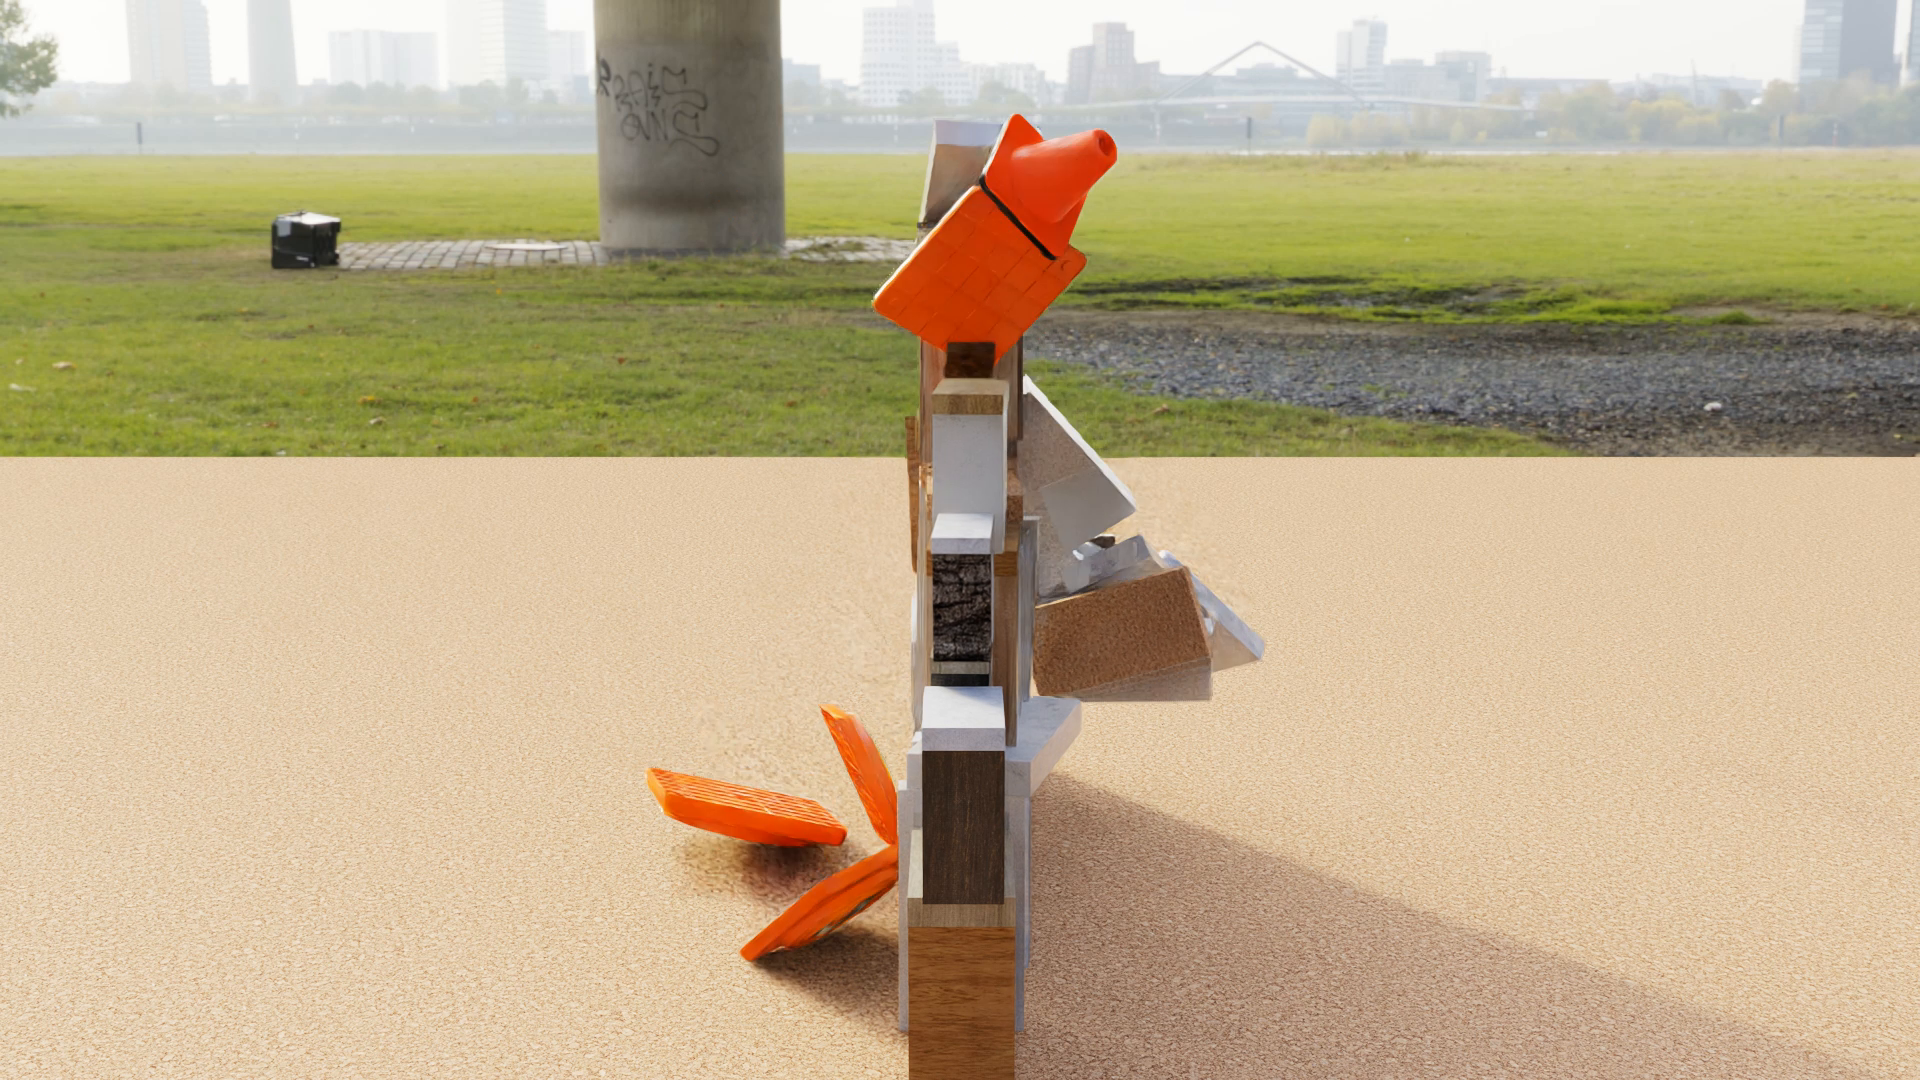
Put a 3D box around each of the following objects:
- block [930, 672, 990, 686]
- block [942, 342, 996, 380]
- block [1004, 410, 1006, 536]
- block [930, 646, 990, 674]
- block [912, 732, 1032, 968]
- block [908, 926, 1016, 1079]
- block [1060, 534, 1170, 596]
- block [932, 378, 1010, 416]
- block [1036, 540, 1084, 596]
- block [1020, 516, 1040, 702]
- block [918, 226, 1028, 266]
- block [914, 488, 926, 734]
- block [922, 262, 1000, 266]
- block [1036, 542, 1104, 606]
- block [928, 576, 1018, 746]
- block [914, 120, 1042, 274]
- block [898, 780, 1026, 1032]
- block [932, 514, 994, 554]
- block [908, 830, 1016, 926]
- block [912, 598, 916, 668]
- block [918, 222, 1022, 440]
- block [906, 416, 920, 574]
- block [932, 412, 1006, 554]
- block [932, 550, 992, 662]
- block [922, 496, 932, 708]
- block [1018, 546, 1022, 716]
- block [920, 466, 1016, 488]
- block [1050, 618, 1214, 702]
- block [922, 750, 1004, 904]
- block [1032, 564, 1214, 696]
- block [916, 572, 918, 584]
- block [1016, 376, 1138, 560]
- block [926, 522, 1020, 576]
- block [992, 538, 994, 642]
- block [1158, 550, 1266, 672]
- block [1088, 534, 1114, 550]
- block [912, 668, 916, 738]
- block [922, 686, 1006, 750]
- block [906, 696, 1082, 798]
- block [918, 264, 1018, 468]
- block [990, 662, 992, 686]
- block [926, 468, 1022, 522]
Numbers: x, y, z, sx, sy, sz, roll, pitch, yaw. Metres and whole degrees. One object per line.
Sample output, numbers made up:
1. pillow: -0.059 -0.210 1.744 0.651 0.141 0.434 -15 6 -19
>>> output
1. block: 0.000 0.291 2.910 0.076 0.247 0.022 0 11 0
2. block: 0.013 -0.265 3.333 0.072 0.020 0.144 0 -16 -3
3. block: 0.017 -0.102 3.110 0.096 0.192 0.027 1 11 4
4. block: 0.003 0.149 2.937 0.076 0.022 0.153 1 11 3
5. block: 0.018 0.471 3.341 0.176 0.353 0.050 1 11 5
6. block: 0.002 0.609 2.823 0.135 0.271 0.038 0 11 0
7. block: 0.292 0.068 4.021 0.158 0.045 0.316 -26 -15 8
8. block: 0.016 -0.198 3.023 0.096 0.027 0.192 1 10 4
9. block: 0.122 0.003 4.136 0.103 0.207 0.029 -42 17 21
10. block: 0.044 0.100 3.324 0.139 0.278 0.039 4 11 6
11. block: 0.018 -0.474 3.531 0.153 0.043 0.305 -2 11 -4
12. block: 0.004 0.140 3.610 0.151 0.470 0.043 1 10 -2
13. block: 0.010 -0.297 3.598 0.153 0.305 0.043 1 22 -2
14. block: 0.271 0.106 4.249 0.319 0.160 0.045 27 11 -5
15. block: 0.018 0.163 3.078 0.124 0.248 0.035 1 11 4
16. block: 0.027 -0.571 3.723 0.175 0.049 0.349 2 -30 -7
17. block: 0.002 0.516 3.101 0.176 0.353 0.050 0 10 0
18. block: 0.005 -0.009 2.852 0.075 0.021 0.149 1 12 3
19. block: 0.002 0.441 2.883 0.135 0.038 0.271 0 11 0
20. block: -0.003 0.165 3.973 0.168 0.048 0.336 0 12 -1
21. block: 0.016 -0.353 3.722 0.175 0.365 0.049 0 4 -2
22. block: -0.024 -0.096 4.500 0.160 0.319 0.045 -3 -15 -1
23. block: 0.012 -0.079 2.982 0.096 0.192 0.027 1 13 6
24. block: 0.003 0.084 2.832 0.075 0.149 0.021 1 20 3
25. block: 0.012 0.163 3.496 0.139 0.465 0.039 1 10 -1
26. block: 0.028 0.134 3.236 0.124 0.248 0.035 1 10 3
27. block: 0.009 -0.129 3.654 0.151 0.043 0.302 1 11 -2
28. block: 0.317 0.229 4.167 0.316 0.158 0.045 0 31 1
29. block: 0.004 0.349 2.718 0.101 0.203 0.029 0 11 0
30. block: 0.269 0.163 3.866 0.316 0.158 0.045 -16 3 18
31. block: -0.005 0.113 4.312 0.163 0.046 0.326 -2 11 -1
32. block: 0.147 -0.125 3.918 0.175 0.349 0.049 -32 37 17
33. block: 0.021 0.010 3.128 0.124 0.035 0.248 0 11 2
34. block: 0.008 0.062 2.929 0.075 0.149 0.021 1 20 3
35. block: 0.456 0.151 4.465 0.160 0.319 0.045 -20 38 44
36. block: 0.195 0.044 4.291 0.214 0.103 0.029 -2 12 1
37. block: -0.001 0.377 3.899 0.168 0.336 0.048 -1 11 -4
38. block: 0.004 0.223 2.764 0.101 0.029 0.202 0 11 0
39. block: 0.056 0.293 3.197 0.176 0.050 0.353 3 11 14
40. block: 0.013 -0.273 3.456 0.153 0.313 0.043 1 -5 -3
41. block: 0.006 0.224 3.012 0.076 0.153 0.022 0 15 5
42. block: 0.019 -0.070 3.358 0.139 0.039 0.278 1 10 -1
